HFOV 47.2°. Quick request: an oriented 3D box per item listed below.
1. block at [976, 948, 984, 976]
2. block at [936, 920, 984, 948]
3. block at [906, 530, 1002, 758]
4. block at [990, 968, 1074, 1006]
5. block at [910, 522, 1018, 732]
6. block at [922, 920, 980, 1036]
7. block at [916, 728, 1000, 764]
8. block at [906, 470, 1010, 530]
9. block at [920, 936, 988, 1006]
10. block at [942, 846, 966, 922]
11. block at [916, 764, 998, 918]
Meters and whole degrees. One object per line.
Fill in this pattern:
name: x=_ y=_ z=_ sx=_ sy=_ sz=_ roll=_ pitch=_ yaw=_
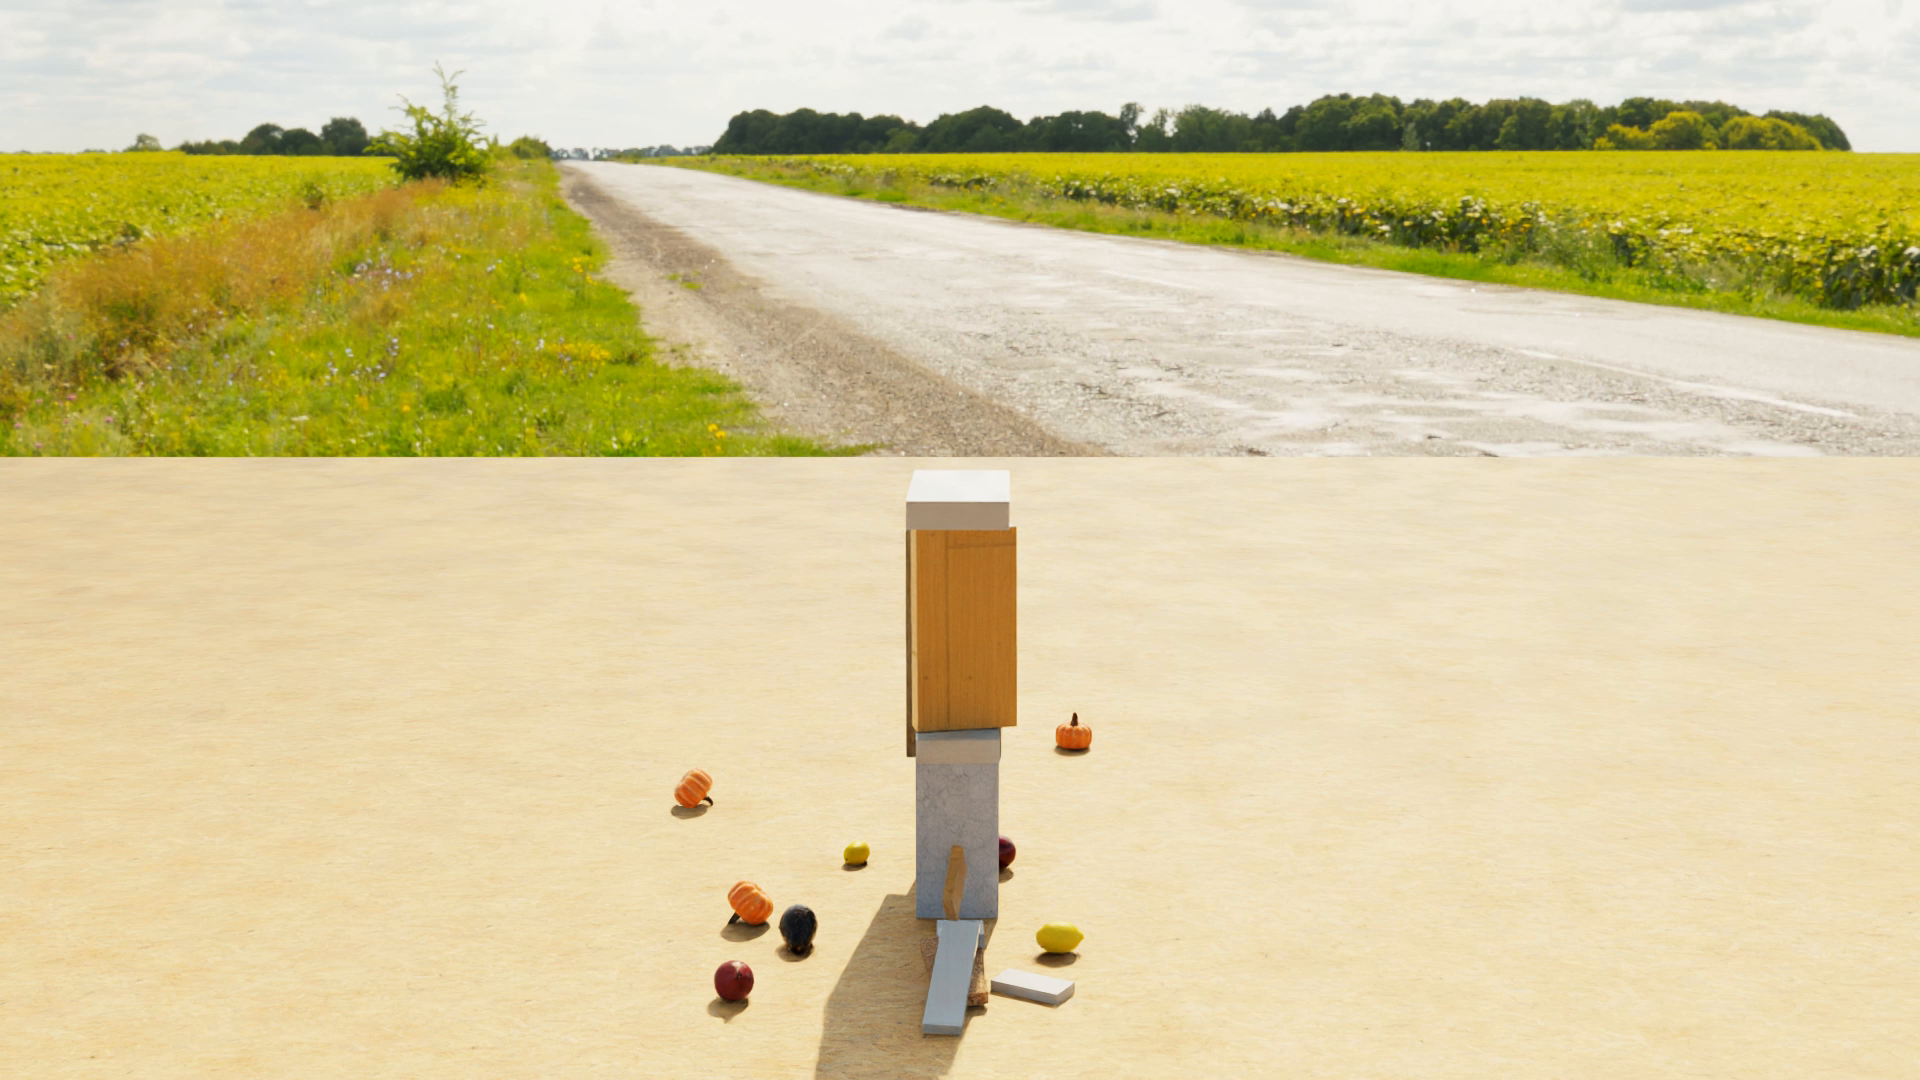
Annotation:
block: x=0.000 y=0.645 z=3.316 sx=0.073 sy=0.021 sz=0.146 roll=0 pitch=11 yaw=0
block: x=0.000 y=0.612 z=3.415 sx=0.073 sy=0.021 sz=0.146 roll=0 pitch=-1 yaw=0
block: x=-0.009 y=0.154 z=3.766 sx=0.163 sy=0.441 sz=0.046 roll=1 pitch=9 yaw=4
block: x=0.107 y=0.660 z=3.251 sx=0.112 sy=0.016 sz=0.056 roll=6 pitch=12 yaw=30
block: x=0.007 y=0.139 z=3.530 sx=0.163 sy=0.327 sz=0.046 roll=-2 pitch=9 yaw=-12
block: x=-0.012 y=0.635 z=3.203 sx=0.056 sy=0.016 sz=0.249 roll=3 pitch=26 yaw=6
block: x=-0.004 y=0.311 z=3.609 sx=0.133 sy=0.038 sz=0.266 roll=0 pitch=10 yaw=0
block: x=0.000 y=-0.068 z=3.623 sx=0.163 sy=0.046 sz=0.327 roll=0 pitch=10 yaw=1
block: x=-0.009 y=0.636 z=3.245 sx=0.073 sy=0.021 sz=0.146 roll=-5 pitch=26 yaw=-10
block: x=-0.008 y=0.544 z=3.478 sx=0.016 sy=0.056 sz=0.112 roll=-1 pitch=42 yaw=11
block: x=-0.004 y=0.477 z=3.549 sx=0.133 sy=0.266 sz=0.038 roll=0 pitch=10 yaw=0
